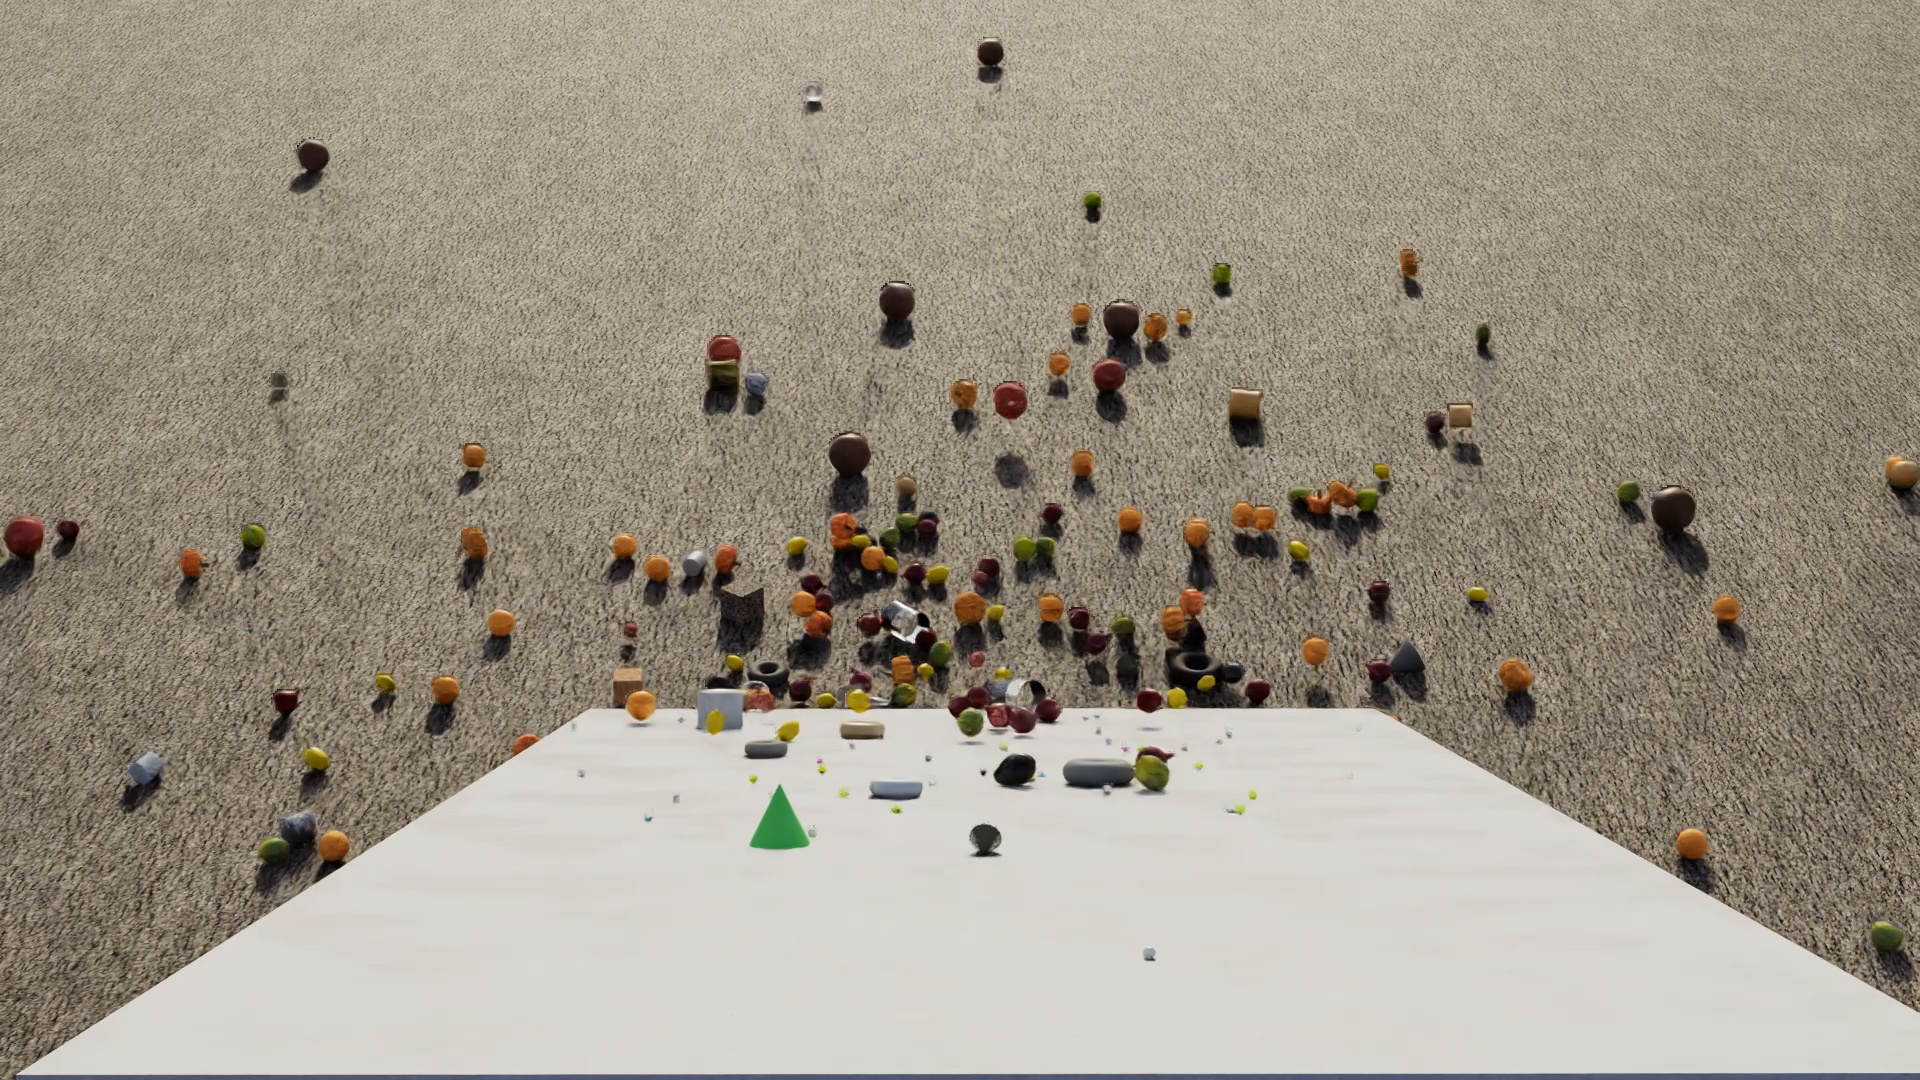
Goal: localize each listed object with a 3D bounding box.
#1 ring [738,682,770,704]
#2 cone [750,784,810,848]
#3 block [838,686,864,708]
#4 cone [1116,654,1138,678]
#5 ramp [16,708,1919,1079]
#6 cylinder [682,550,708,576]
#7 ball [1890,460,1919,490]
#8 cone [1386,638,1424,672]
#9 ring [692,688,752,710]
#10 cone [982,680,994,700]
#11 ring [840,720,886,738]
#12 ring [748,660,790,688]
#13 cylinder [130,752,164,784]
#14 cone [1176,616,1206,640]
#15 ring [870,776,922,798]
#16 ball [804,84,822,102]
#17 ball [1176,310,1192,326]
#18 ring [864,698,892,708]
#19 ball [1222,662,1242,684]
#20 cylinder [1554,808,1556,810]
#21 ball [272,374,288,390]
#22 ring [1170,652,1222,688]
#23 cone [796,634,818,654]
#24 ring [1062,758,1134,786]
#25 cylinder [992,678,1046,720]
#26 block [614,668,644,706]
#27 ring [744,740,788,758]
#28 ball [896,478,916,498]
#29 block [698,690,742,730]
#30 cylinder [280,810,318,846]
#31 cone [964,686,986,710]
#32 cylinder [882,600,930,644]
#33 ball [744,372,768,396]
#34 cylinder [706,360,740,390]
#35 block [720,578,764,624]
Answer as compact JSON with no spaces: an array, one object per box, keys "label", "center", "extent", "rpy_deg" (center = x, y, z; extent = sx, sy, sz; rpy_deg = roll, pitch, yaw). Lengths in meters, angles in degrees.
[{"label":"ring","center":[-0.544,0.401,6.800],"extent":[0.087,0.029,0.087],"rpy_deg":[0,28,0]},{"label":"cone","center":[-0.290,0.441,4.158],"extent":[0.099,0.099,0.099],"rpy_deg":[0,1,0]},{"label":"block","center":[-0.279,0.409,6.642],"extent":[0.061,0.061,0.061],"rpy_deg":[-1,-8,5]},{"label":"cone","center":[0.464,0.342,6.922],"extent":[0.065,0.065,0.065],"rpy_deg":[21,6,37]},{"label":"ramp","center":[0.059,0.530,4.567],"extent":[2.000,0.100,4.000],"rpy_deg":[0,1,0]},{"label":"cylinder","center":[-0.766,0.068,7.458],"extent":[0.056,0.056,0.056],"rpy_deg":[8,31,16]},{"label":"ball","center":[2.918,-0.201,7.968],"extent":[0.089,0.089,0.089],"rpy_deg":[0,26,0]},{"label":"cone","center":[1.182,0.331,6.931],"extent":[0.095,0.095,0.095],"rpy_deg":[-32,31,-3]},{"label":"ring","center":[-0.603,0.406,6.538],"extent":[0.149,0.050,0.149],"rpy_deg":[-1,2,0]},{"label":"cone","center":[0.074,0.387,6.801],"extent":[0.054,0.054,0.054],"rpy_deg":[0,26,0]},{"label":"ring","center":[-0.221,0.430,5.869],"extent":[0.104,0.035,0.104],"rpy_deg":[-1,2,0]},{"label":"ring","center":[-0.510,0.358,6.882],"extent":[0.110,0.037,0.110],"rpy_deg":[-1,26,0]},{"label":"cylinder","center":[-2.023,0.568,6.419],"extent":[0.060,0.060,0.060],"rpy_deg":[9,27,18]},{"label":"cone","center":[0.626,0.258,7.087],"extent":[0.075,0.075,0.075],"rpy_deg":[-29,30,-3]},{"label":"ring","center":[-0.119,0.458,4.785],"extent":[0.100,0.033,0.100],"rpy_deg":[1,0,0]},{"label":"ball","center":[-0.670,-2.052,11.814],"extent":[0.081,0.081,0.081],"rpy_deg":[0,26,0]},{"label":"ball","center":[0.801,-0.794,9.243],"extent":[0.055,0.055,0.055],"rpy_deg":[0,26,0]},{"label":"ring","center":[-0.227,0.435,6.714],"extent":[0.095,0.032,0.095],"rpy_deg":[1,14,0]},{"label":"ball","center":[0.721,0.354,6.838],"extent":[0.057,0.057,0.057],"rpy_deg":[0,26,0]},{"label":"cylinder","center":[1.365,0.673,6.150],"extent":[0.089,0.089,0.089],"rpy_deg":[10,27,33]},{"label":"ball","center":[-2.293,-0.532,8.700],"extent":[0.056,0.056,0.056],"rpy_deg":[0,26,0]},{"label":"ring","center":[0.632,0.348,6.888],"extent":[0.148,0.049,0.148],"rpy_deg":[-1,27,0]},{"label":"cone","center":[-0.426,0.294,7.026],"extent":[0.057,0.057,0.057],"rpy_deg":[-40,40,-15]},{"label":"ring","center":[0.267,0.447,4.969],"extent":[0.140,0.047,0.140],"rpy_deg":[1,0,0]},{"label":"cylinder","center":[0.144,0.388,6.315],"extent":[0.095,0.095,0.095],"rpy_deg":[-22,15,-38]},{"label":"block","center":[-0.873,0.385,6.785],"extent":[0.071,0.071,0.071],"rpy_deg":[-2,26,-3]},{"label":"ring","center":[-0.411,0.442,5.471],"extent":[0.093,0.031,0.093],"rpy_deg":[-1,1,0]},{"label":"ball","center":[-0.165,-0.161,7.925],"extent":[0.061,0.061,0.061],"rpy_deg":[0,26,0]},{"label":"block","center":[-0.566,0.400,6.077],"extent":[0.085,0.085,0.085],"rpy_deg":[-1,2,-21]},{"label":"cylinder","center":[-1.580,0.688,6.165],"extent":[0.066,0.066,0.066],"rpy_deg":[-19,32,-35]},{"label":"cone","center":[0.030,0.412,6.510],"extent":[0.061,0.061,0.061],"rpy_deg":[7,38,14]},{"label":"cylinder","center":[-0.151,0.226,7.086],"extent":[0.094,0.094,0.094],"rpy_deg":[-21,33,-36]},{"label":"ball","center":[-0.686,-0.524,8.659],"extent":[0.076,0.076,0.076],"rpy_deg":[0,26,0]},{"label":"cylinder","center":[-0.800,-0.559,8.710],"extent":[0.094,0.094,0.094],"rpy_deg":[-4,26,-18]},{"label":"block","center":[-0.609,0.171,7.212],"extent":[0.086,0.086,0.086],"rpy_deg":[21,33,37]}]
